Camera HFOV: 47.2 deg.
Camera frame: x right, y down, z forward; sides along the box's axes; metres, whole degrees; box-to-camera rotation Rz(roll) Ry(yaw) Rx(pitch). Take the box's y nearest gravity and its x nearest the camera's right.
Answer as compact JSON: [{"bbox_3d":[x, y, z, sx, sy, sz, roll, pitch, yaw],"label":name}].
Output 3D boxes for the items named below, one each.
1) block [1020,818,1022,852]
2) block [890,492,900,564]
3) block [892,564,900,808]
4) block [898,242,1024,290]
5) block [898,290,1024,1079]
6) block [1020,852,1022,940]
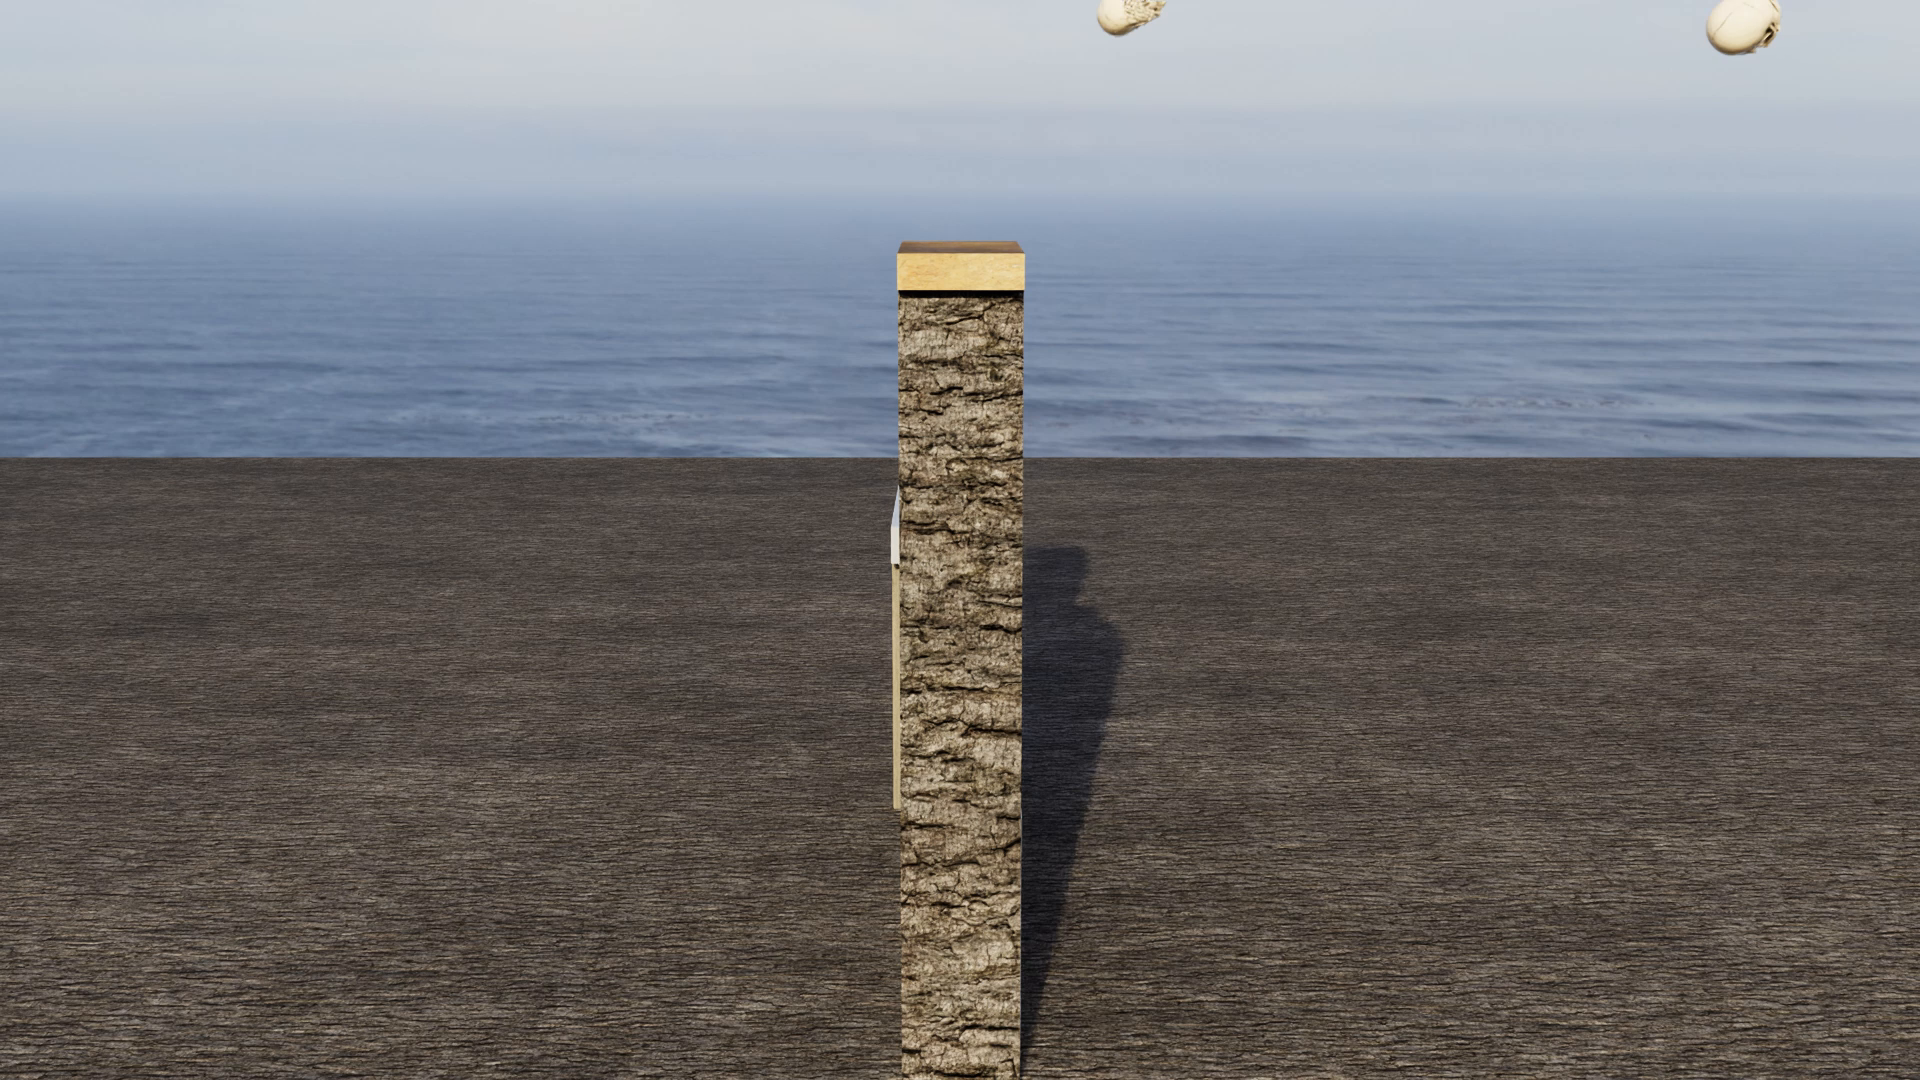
[{"bbox_3d":[0.003,0.361,3.056,0.157,0.045,0.315,0,11,0],"label":"block"},{"bbox_3d":[-0.004,-0.024,3.011,0.170,0.048,0.340,0,11,0],"label":"block"},{"bbox_3d":[-0.004,0.187,2.935,0.170,0.340,0.048,0,11,0],"label":"block"},{"bbox_3d":[0.000,-0.356,2.840,0.156,0.044,0.311,0,11,0],"label":"block"},{"bbox_3d":[0.001,0.205,2.839,0.156,1.059,0.044,0,11,0],"label":"block"},{"bbox_3d":[0.003,0.557,2.985,0.157,0.315,0.045,0,11,0],"label":"block"}]
